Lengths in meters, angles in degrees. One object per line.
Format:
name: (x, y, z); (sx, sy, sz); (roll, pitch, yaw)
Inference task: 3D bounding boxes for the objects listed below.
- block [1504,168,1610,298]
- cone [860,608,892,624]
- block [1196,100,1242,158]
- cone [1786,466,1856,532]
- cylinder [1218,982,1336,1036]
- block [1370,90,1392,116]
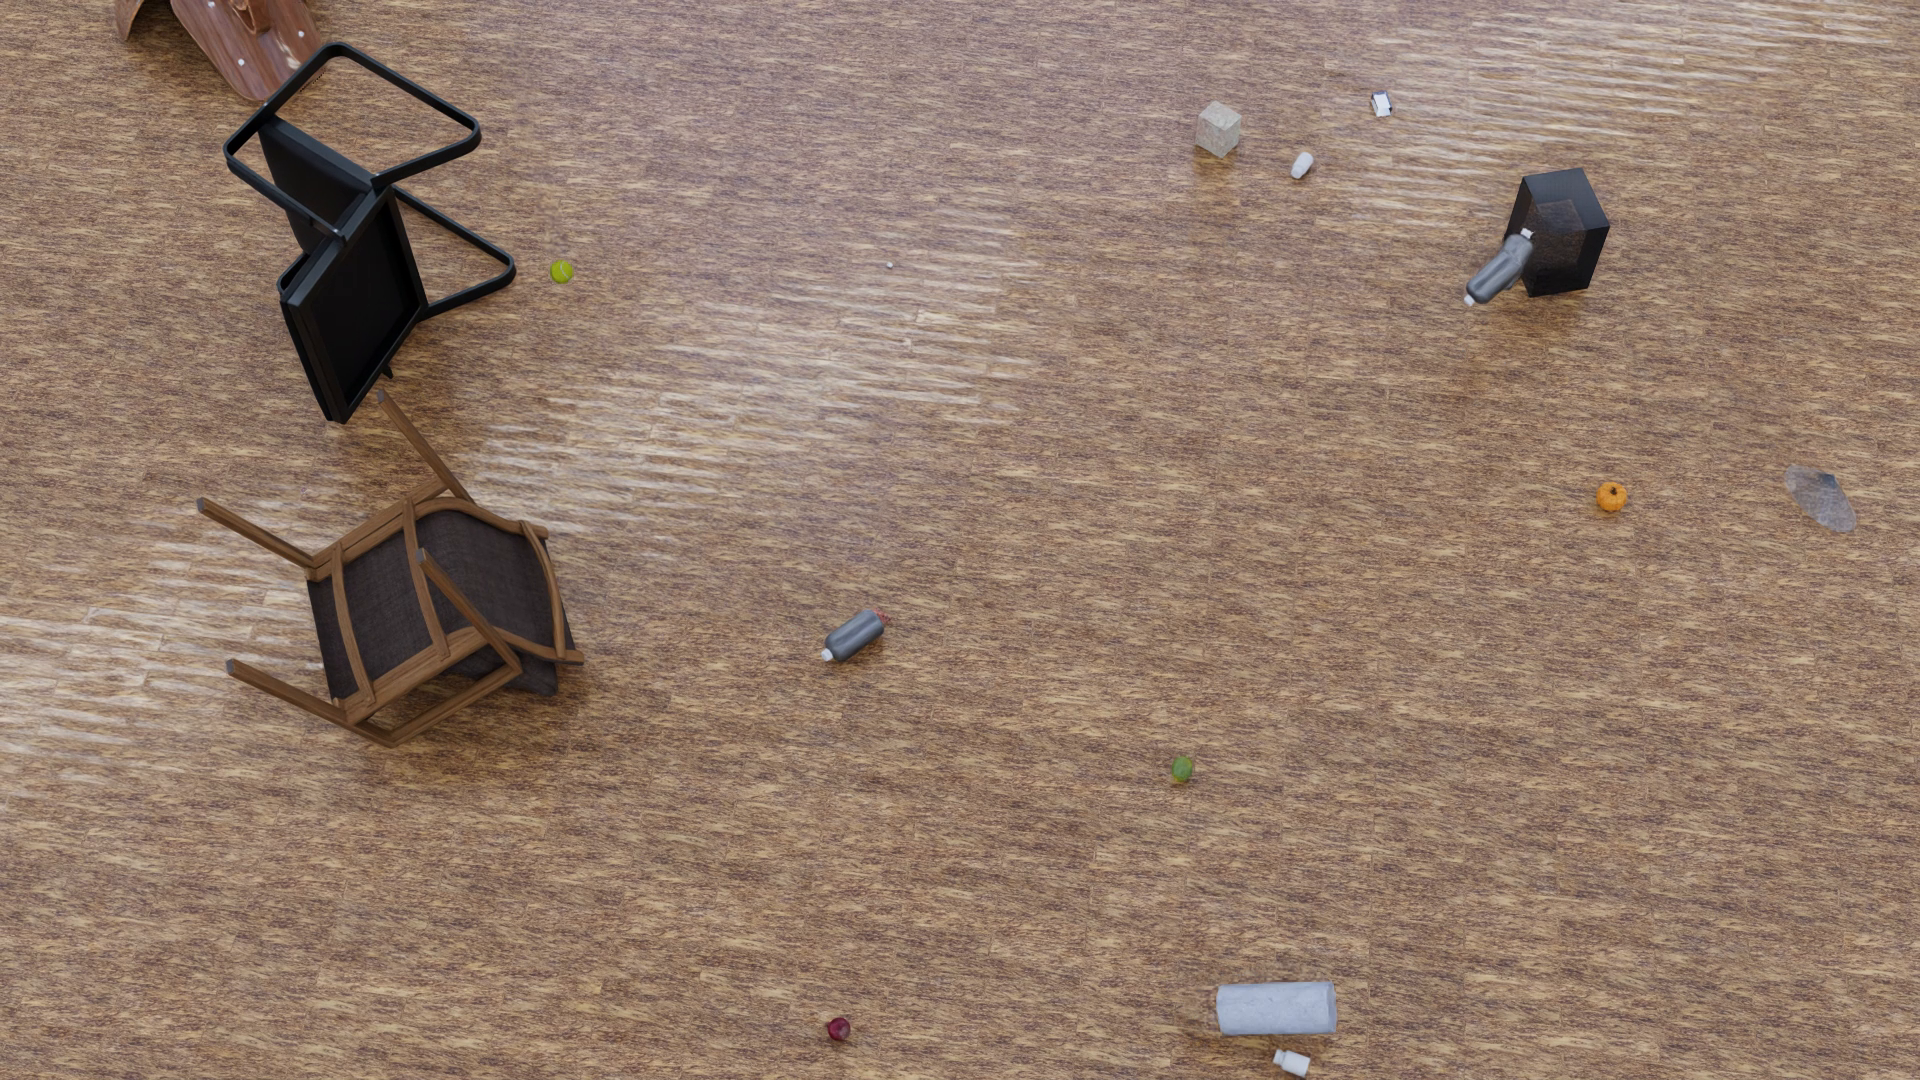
block: (1.911, -0.985, 7.054); (0.197, 0.300, 0.255); (-10, 57, -6)
cone: (-0.243, 0.214, 6.421); (0.094, 0.034, 0.052); (2, 38, 2)
block: (0.872, -1.386, 7.426); (0.113, 0.130, 0.092); (36, 63, 21)
cone: (2.605, -0.161, 6.607); (0.148, 0.123, 0.272); (-25, 60, -16)
cylinder: (0.812, 1.201, 5.641); (0.282, 0.132, 0.128); (-5, 39, 18)
block: (1.449, -1.500, 7.559); (0.049, 0.036, 0.080); (-8, 56, -5)
